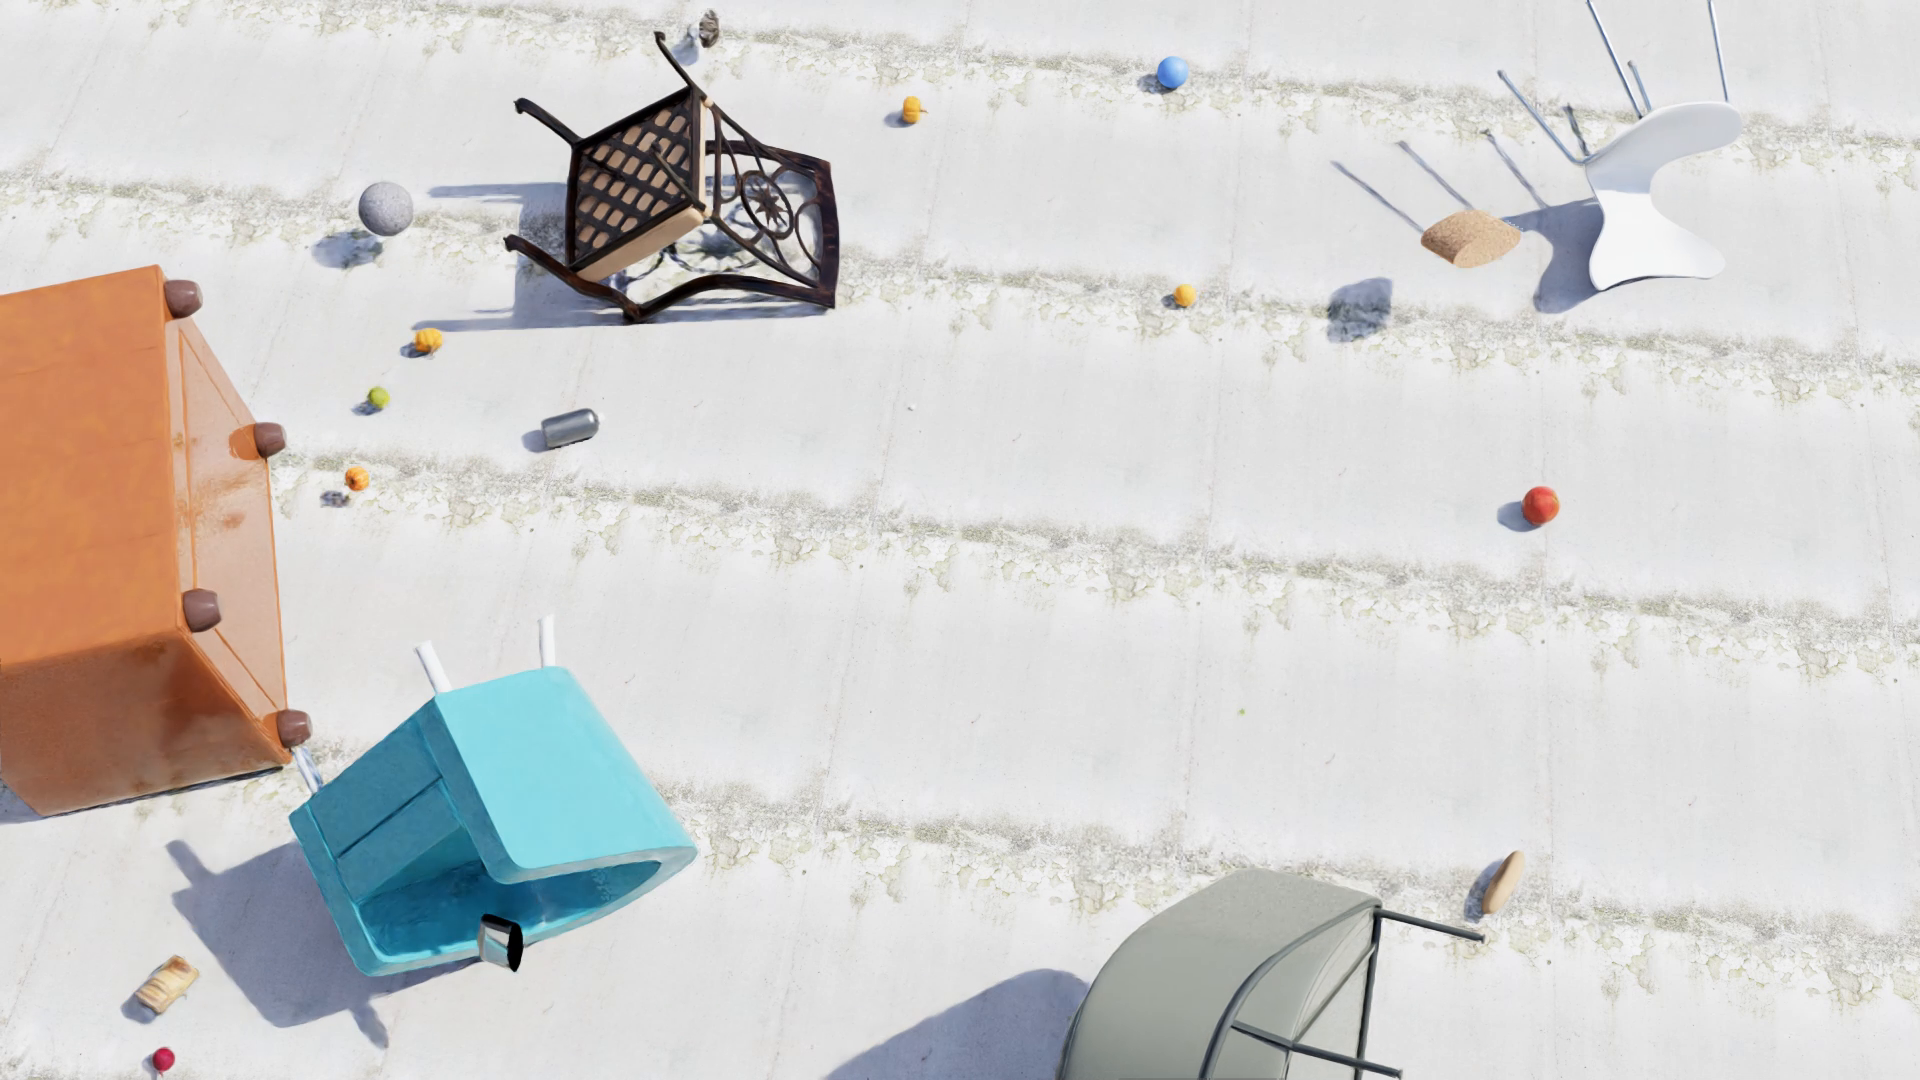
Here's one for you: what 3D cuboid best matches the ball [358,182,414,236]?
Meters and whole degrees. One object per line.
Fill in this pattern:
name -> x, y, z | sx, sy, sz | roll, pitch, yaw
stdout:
ball -> -1.844, -1.064, 7.064 | 0.176, 0.176, 0.176 | 0, 56, 0

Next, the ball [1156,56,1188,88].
ball -> 0.735, -1.616, 7.593 | 0.109, 0.109, 0.109 | 0, 56, 0

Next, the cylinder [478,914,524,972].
cylinder -> -1.119, 0.980, 5.354 | 0.118, 0.121, 0.046 | 7, 8, 41

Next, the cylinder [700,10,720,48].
cylinder -> -0.869, -1.769, 7.624 | 0.062, 0.061, 0.116 | 10, 67, 3

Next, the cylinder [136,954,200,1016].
cylinder -> -2.065, 1.160, 5.735 | 0.120, 0.081, 0.137 | -2, 42, 52

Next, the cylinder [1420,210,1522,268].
cylinder -> 1.580, -0.933, 6.805 | 0.235, 0.094, 0.217 | -23, 29, -7
